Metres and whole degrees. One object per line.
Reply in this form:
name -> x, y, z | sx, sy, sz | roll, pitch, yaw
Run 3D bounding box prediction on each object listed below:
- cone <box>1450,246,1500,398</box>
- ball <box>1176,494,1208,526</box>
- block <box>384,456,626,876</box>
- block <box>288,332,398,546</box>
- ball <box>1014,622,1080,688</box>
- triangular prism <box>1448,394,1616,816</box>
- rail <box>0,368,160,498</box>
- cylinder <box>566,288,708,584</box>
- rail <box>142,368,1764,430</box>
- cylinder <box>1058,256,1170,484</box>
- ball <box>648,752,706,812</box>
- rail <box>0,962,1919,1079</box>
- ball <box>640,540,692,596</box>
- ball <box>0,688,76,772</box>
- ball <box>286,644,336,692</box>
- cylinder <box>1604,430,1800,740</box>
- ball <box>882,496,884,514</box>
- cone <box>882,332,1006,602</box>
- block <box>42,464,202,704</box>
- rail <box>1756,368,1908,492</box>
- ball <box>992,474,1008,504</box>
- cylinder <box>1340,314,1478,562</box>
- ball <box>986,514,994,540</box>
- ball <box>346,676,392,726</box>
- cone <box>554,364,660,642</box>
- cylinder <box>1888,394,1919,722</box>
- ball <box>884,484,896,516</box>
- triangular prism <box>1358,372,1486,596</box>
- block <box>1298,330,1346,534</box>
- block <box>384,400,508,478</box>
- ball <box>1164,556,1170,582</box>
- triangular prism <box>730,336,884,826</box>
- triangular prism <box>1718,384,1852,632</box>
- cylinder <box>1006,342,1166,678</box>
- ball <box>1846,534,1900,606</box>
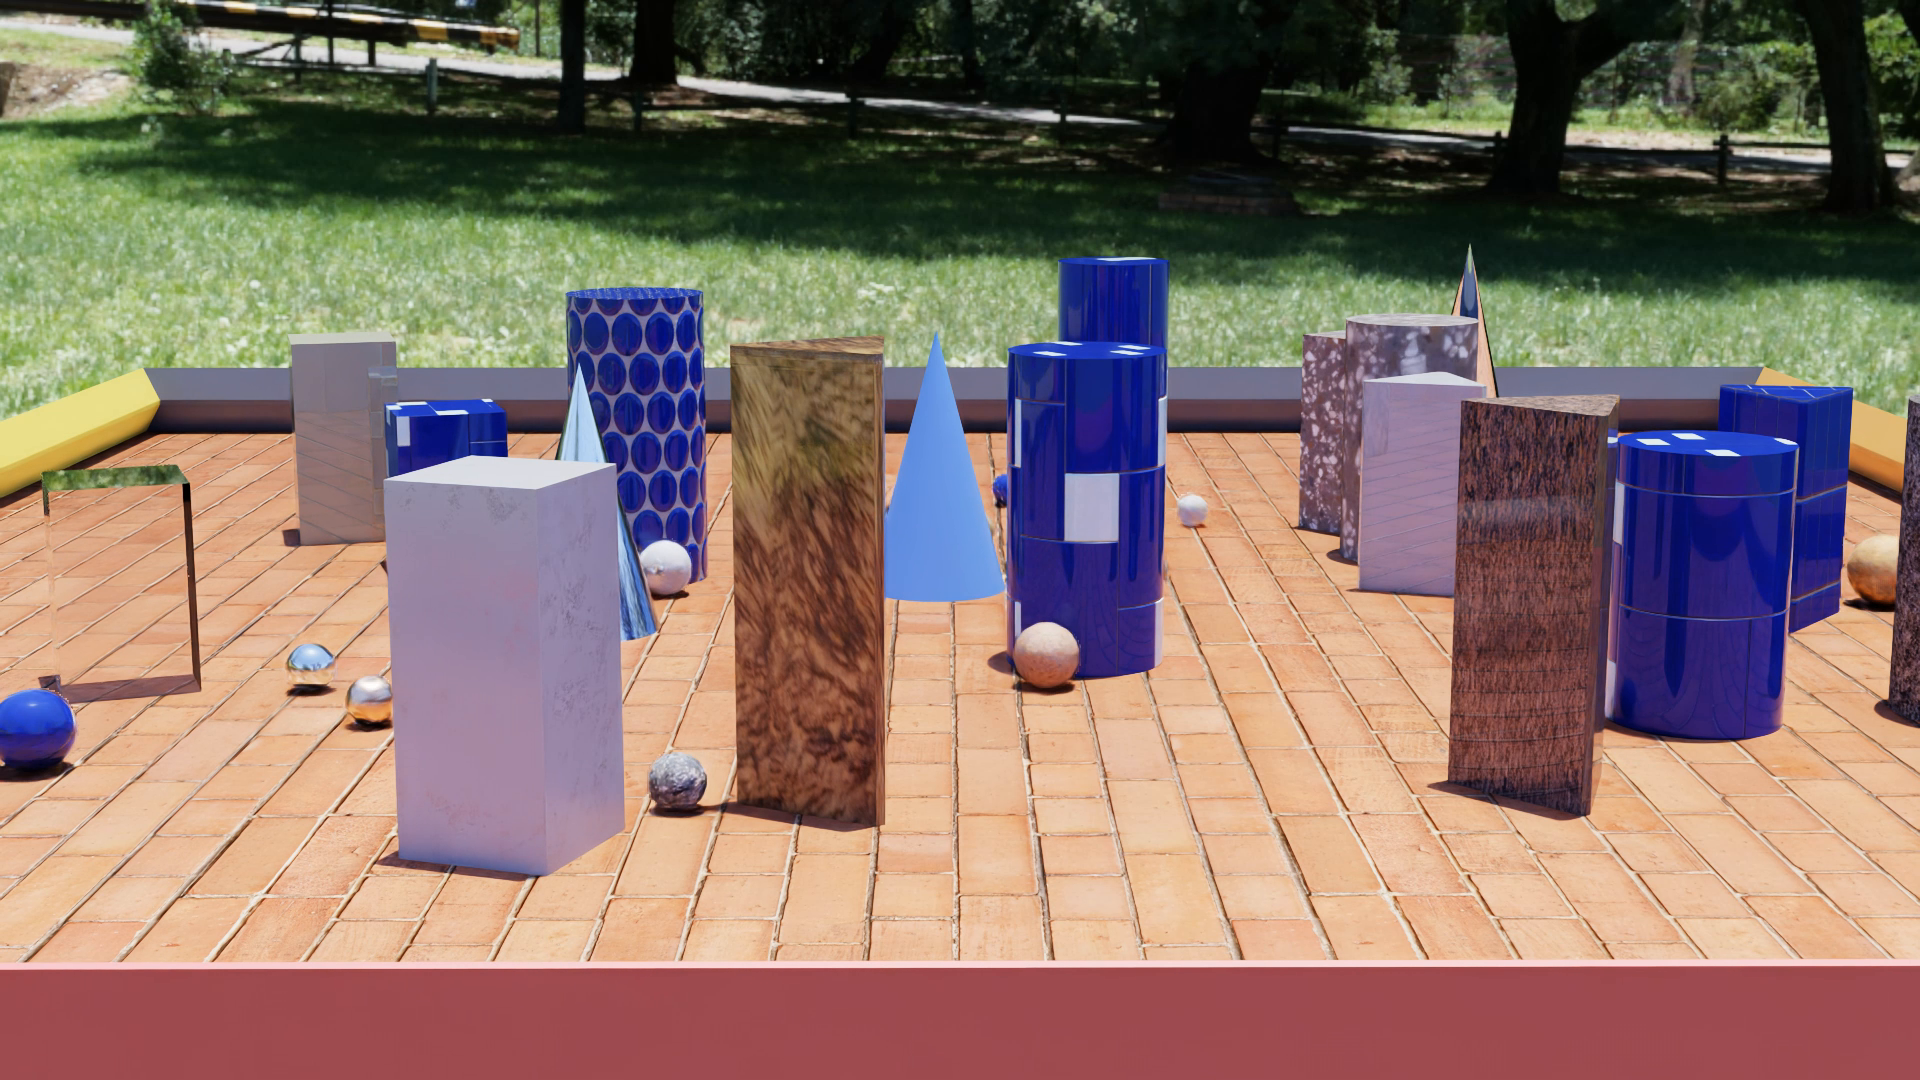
cone -> 0.853, -0.285, 4.330 | 0.194, 0.431, 0.194 | 0, 11, 0
ball -> 0.370, -0.047, 4.086 | 0.051, 0.051, 0.051 | 0, 11, 0
block -> -0.422, 0.112, 2.395 | 0.155, 0.356, 0.155 | 4, 11, 19
block -> -0.957, -0.161, 3.994 | 0.155, 0.309, 0.155 | -3, 11, -16
ball -> 0.102, 0.136, 3.029 | 0.078, 0.078, 0.078 | 0, 11, 0
triangular prism -> 0.612, 0.056, 2.590 | 0.145, 0.395, 0.168 | -9, 14, -41
rail -> -1.602, 0.034, 3.440 | 0.045, 0.126, 3.463 | 0, 11, 0
cylinder -> -0.460, -0.149, 3.659 | 0.194, 0.407, 0.194 | 0, 11, 0
rail -> -0.010, -0.279, 5.128 | 3.252, 0.126, 0.045 | 0, 11, 0
cylinder -> 0.267, -0.295, 4.498 | 0.194, 0.388, 0.194 | 0, 11, 0
ball -> -0.279, 0.239, 2.531 | 0.058, 0.058, 0.058 | 0, 11, 0
rail -> 0.010, 0.344, 1.770 | 3.252, 0.126, 0.045 | 0, 11, 0
ball -> -0.410, 0.039, 3.556 | 0.076, 0.076, 0.076 | 0, 11, 0
ball -> -0.965, 0.198, 2.670 | 0.087, 0.087, 0.087 | 0, 11, 0
ball -> -0.762, 0.150, 3.012 | 0.057, 0.057, 0.057 | 0, 11, 0
cylinder -> 0.826, 0.047, 2.865 | 0.194, 0.314, 0.194 | 0, 11, 0
ball -> -0.154, -0.055, 4.083 | 0.069, 0.069, 0.069 | 0, 11, 0
cone -> -0.033, -0.112, 3.578 | 0.194, 0.364, 0.194 | 0, 11, 0
block -> -0.992, 0.049, 3.033 | 0.155, 0.248, 0.155 | -4, 11, -22
rail -> 1.602, 0.031, 3.458 | 0.045, 0.126, 3.463 | 0, 11, 0
ball -> 0.080, -0.085, 4.285 | 0.053, 0.053, 0.053 | 0, 11, 0
cylinder -> 0.668, -0.152, 3.822 | 0.194, 0.354, 0.194 | 0, 11, 0
ball -> 0.018, -0.012, 3.852 | 0.068, 0.068, 0.068 | 0, 11, 0
ball -> -0.656, 0.180, 2.854 | 0.055, 0.055, 0.055 | 0, 11, 0
cone -> -0.488, -0.056, 3.320 | 0.194, 0.348, 0.194 | 0, 11, 0
cylinder -> 1.160, 0.021, 2.891 | 0.194, 0.355, 0.194 | 0, 11, 0
ball -> -0.080, -0.053, 4.035 | 0.082, 0.082, 0.082 | 0, 11, 0
triangular prism -> 0.662, -0.083, 3.616 | 0.168, 0.294, 0.145 | 4, 11, 20
block -> 0.649, -0.171, 4.056 | 0.155, 0.307, 0.155 | -9, 14, -40
block -> -0.748, -0.077, 3.743 | 0.155, 0.235, 0.155 | -4, 11, -19
ball -> 0.266, 0.041, 3.603 | 0.056, 0.056, 0.056 | 0, 11, 0
triangular prism -> -0.114, 0.032, 2.544 | 0.168, 0.458, 0.145 | 6, 12, 28
triangular prism -> 1.073, -0.050, 3.409 | 0.145, 0.304, 0.168 | 8, 13, 38
cylinder -> 0.154, -0.041, 3.144 | 0.194, 0.384, 0.194 | 0, 11, 0
ball -> 1.257, 0.041, 3.488 | 0.097, 0.097, 0.097 | 0, 11, 0
